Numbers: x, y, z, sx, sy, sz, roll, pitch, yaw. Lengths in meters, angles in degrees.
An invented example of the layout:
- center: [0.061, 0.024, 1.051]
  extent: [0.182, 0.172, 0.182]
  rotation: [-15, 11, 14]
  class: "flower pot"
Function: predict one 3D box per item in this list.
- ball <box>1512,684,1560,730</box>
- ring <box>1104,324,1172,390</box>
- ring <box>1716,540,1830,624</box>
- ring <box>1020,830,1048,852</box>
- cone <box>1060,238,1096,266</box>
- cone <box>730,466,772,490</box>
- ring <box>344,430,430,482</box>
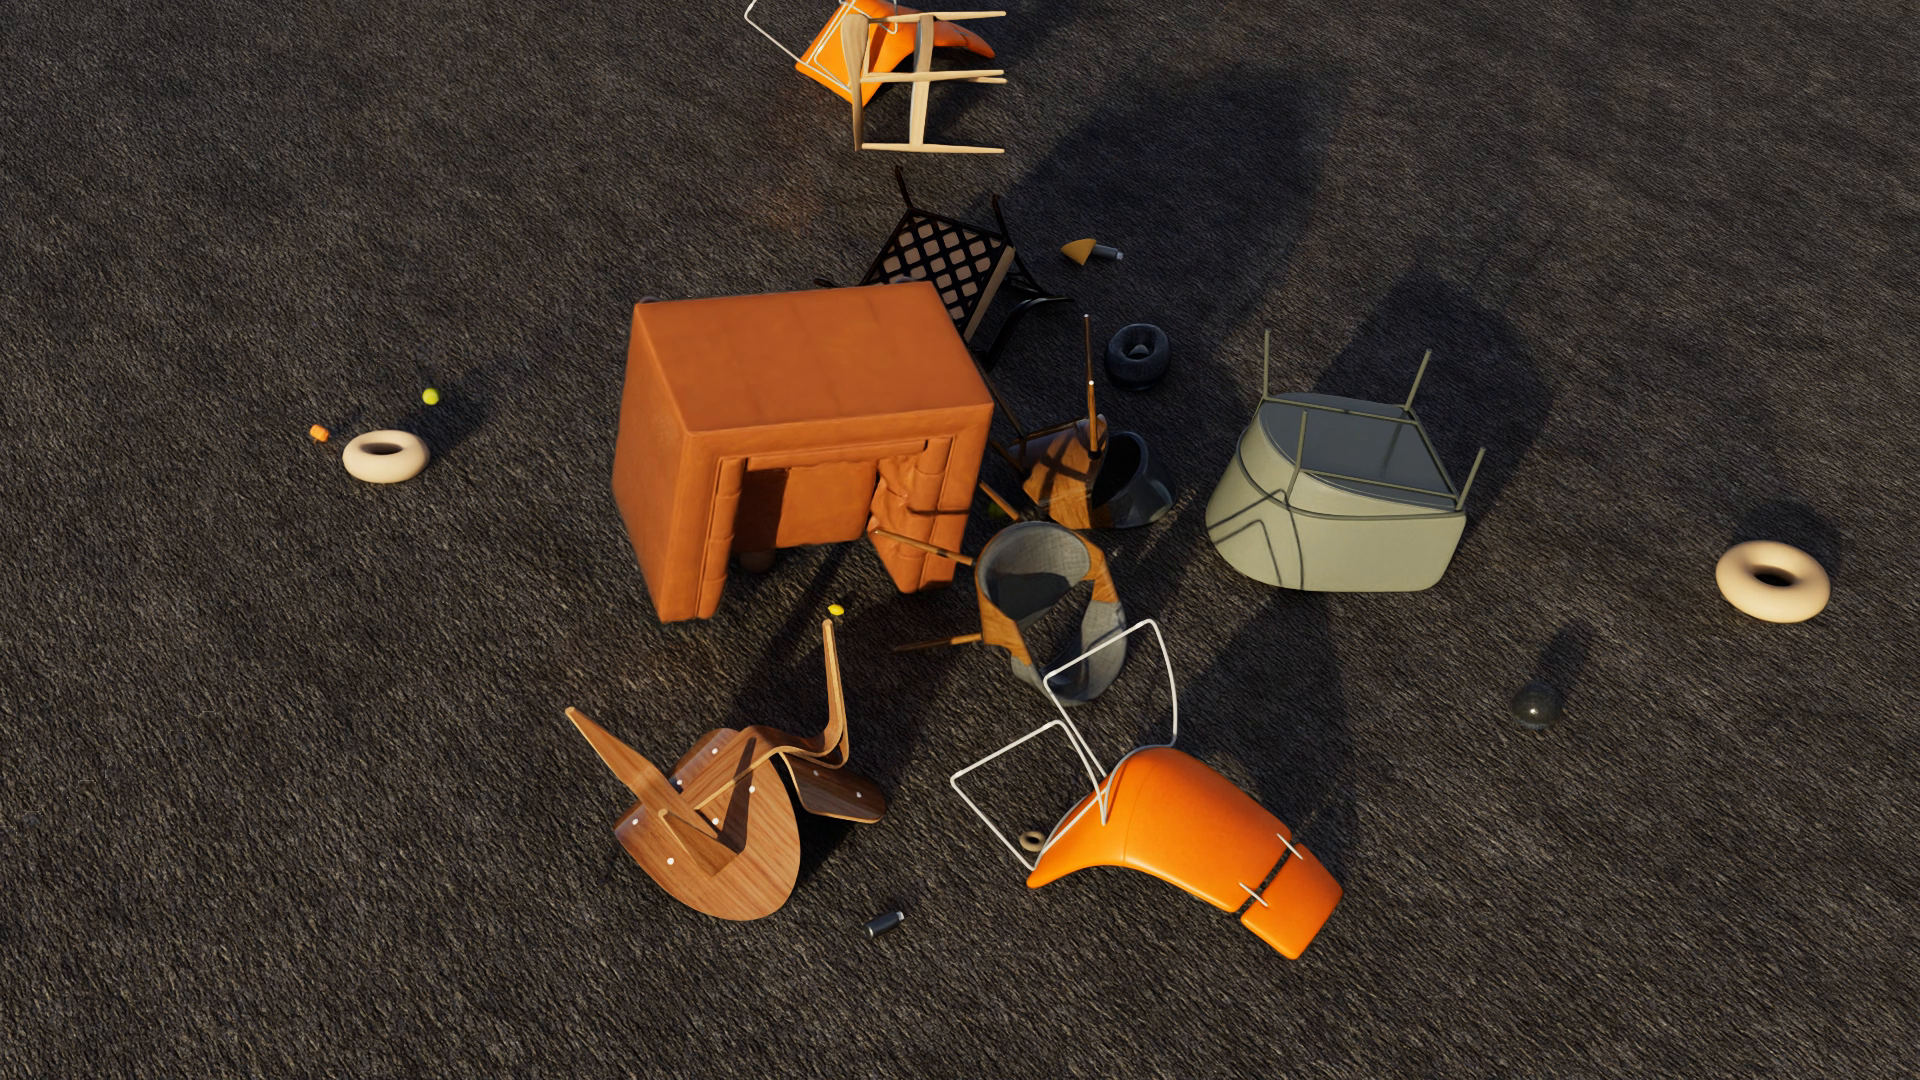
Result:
- center: [1.952, 0.566, 9.941]
  extent: [0.160, 0.160, 0.160]
  rotation: [0, 33, 0]
  class: "ball"
- center: [0.728, -0.750, 11.979]
  extent: [0.279, 0.116, 0.448]
  rotation: [4, 34, 9]
  class: "ring"
- center: [2.943, 0.148, 10.615]
  extent: [0.403, 0.119, 0.465]
  rotation: [0, 33, -1]
  class: "ring"
- center: [0.238, 0.970, 9.451]
  extent: [0.091, 0.025, 0.102]
  rotation: [-10, 34, -16]
  class: "ring"
- center: [0.525, -1.237, 12.762]
  extent: [0.161, 0.183, 0.092]
  rotation: [-10, 80, -15]
  class: "cone"
- center: [-0.793, -0.218, 11.234]
  extent: [0.156, 0.090, 0.105]
  rotation: [14, 66, -10]
  class: "cone"
- center: [-2.217, -0.324, 11.335]
  extent: [0.333, 0.114, 0.288]
  rotation: [1, 32, 0]
  class: "ring"
